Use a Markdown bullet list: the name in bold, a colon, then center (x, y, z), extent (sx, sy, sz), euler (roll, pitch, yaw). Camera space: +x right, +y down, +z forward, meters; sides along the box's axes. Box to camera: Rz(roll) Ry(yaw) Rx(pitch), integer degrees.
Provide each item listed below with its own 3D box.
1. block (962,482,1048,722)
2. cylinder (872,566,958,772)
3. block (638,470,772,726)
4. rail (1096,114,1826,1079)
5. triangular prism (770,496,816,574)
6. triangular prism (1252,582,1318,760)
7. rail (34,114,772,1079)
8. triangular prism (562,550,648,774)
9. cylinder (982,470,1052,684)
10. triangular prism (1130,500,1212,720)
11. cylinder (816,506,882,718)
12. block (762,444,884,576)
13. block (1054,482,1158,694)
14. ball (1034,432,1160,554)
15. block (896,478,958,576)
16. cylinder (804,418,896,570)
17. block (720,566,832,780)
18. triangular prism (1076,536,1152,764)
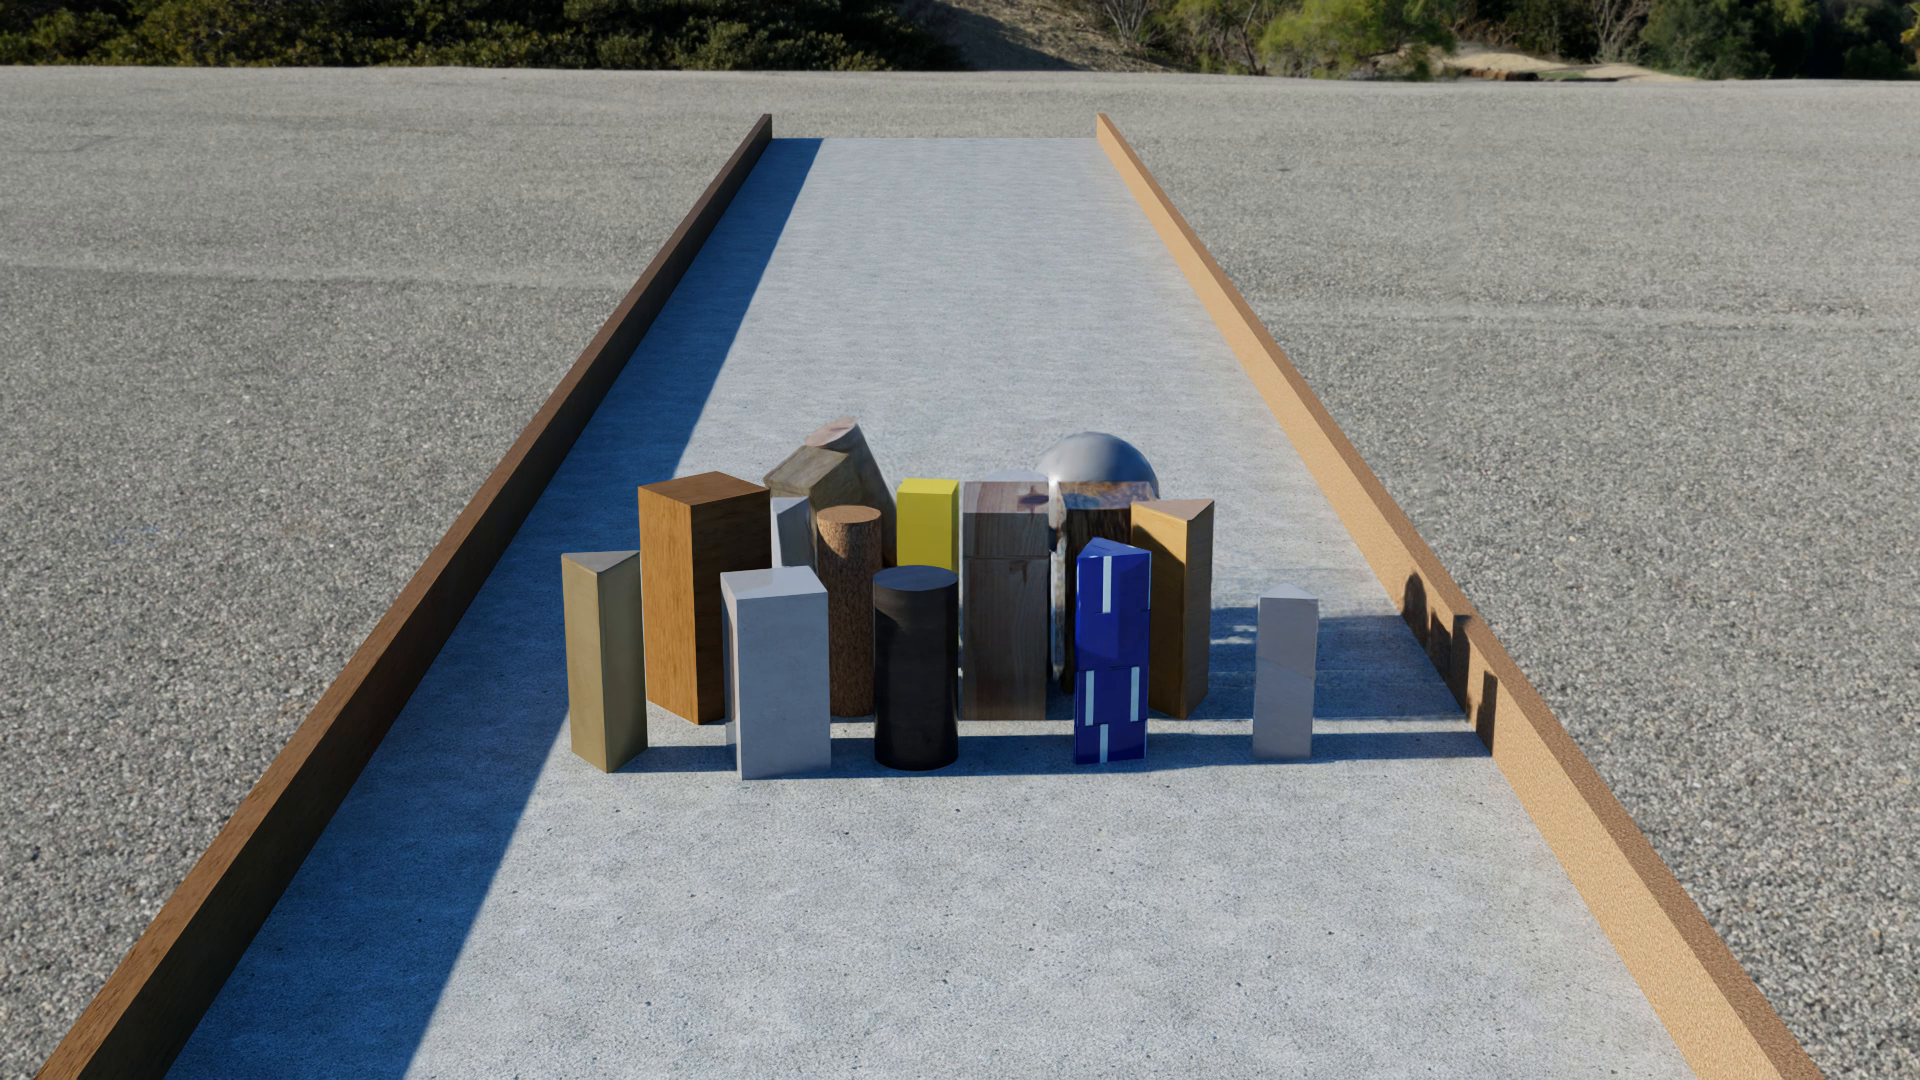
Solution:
- **block**: center (0.084, 0.115, 4.083), extent (0.154, 0.418, 0.154), euler (0, 23, 1)
- **cylinder**: center (-0.078, 0.225, 3.886), extent (0.150, 0.332, 0.150), euler (0, 17, 0)
- **block**: center (-0.474, 0.106, 4.130), extent (0.176, 0.422, 0.176), euler (-14, 21, -38)
- **rail**: center (0.932, -0.844, 7.801), extent (0.050, 0.150, 12.000), euler (0, 17, -1)
- **triangular prism**: center (-0.329, 0.073, 4.404), extent (0.089, 0.319, 0.103), euler (-14, 23, -25)
- **triangular prism**: center (0.577, 0.232, 3.917), extent (0.103, 0.301, 0.089), euler (2, 17, 6)
- **rail**: center (-1.118, -0.838, 7.780), extent (0.050, 0.150, 12.000), euler (0, 17, -1)
- **triangular prism**: center (-0.610, 0.207, 3.883), extent (0.116, 0.370, 0.134), euler (-13, 21, -36)
- **cylinder**: center (0.110, 0.079, 4.220), extent (0.127, 0.411, 0.127), euler (-2, 23, 1)
- **triangular prism**: center (0.421, 0.121, 4.141), extent (0.135, 0.388, 0.156), euler (-13, 21, -36)
- **cylinder**: center (-0.205, 0.133, 4.114), extent (0.119, 0.378, 0.119), euler (0, 17, 0)
- **block**: center (-0.268, 0.004, 4.524), extent (0.129, 0.371, 0.129), euler (12, 41, 37)
- **block**: center (0.284, 0.090, 4.266), extent (0.178, 0.371, 0.178), euler (-1, 18, -3)
- **ball**: center (0.269, -0.083, 4.445), extent (0.270, 0.270, 0.270), euler (0, 17, 0)
- **block**: center (-0.063, 0.065, 4.377), extent (0.108, 0.359, 0.108), euler (2, 17, 7)
- **cylinder**: center (-0.184, -0.043, 4.606), extent (0.117, 0.426, 0.117), euler (-21, 23, 9)
- **block**: center (-0.324, 0.232, 3.869), extent (0.159, 0.330, 0.159), euler (-5, 17, -15)
- **triangular prism**: center (0.254, 0.193, 3.907), extent (0.134, 0.382, 0.116), euler (-4, 17, -13)
